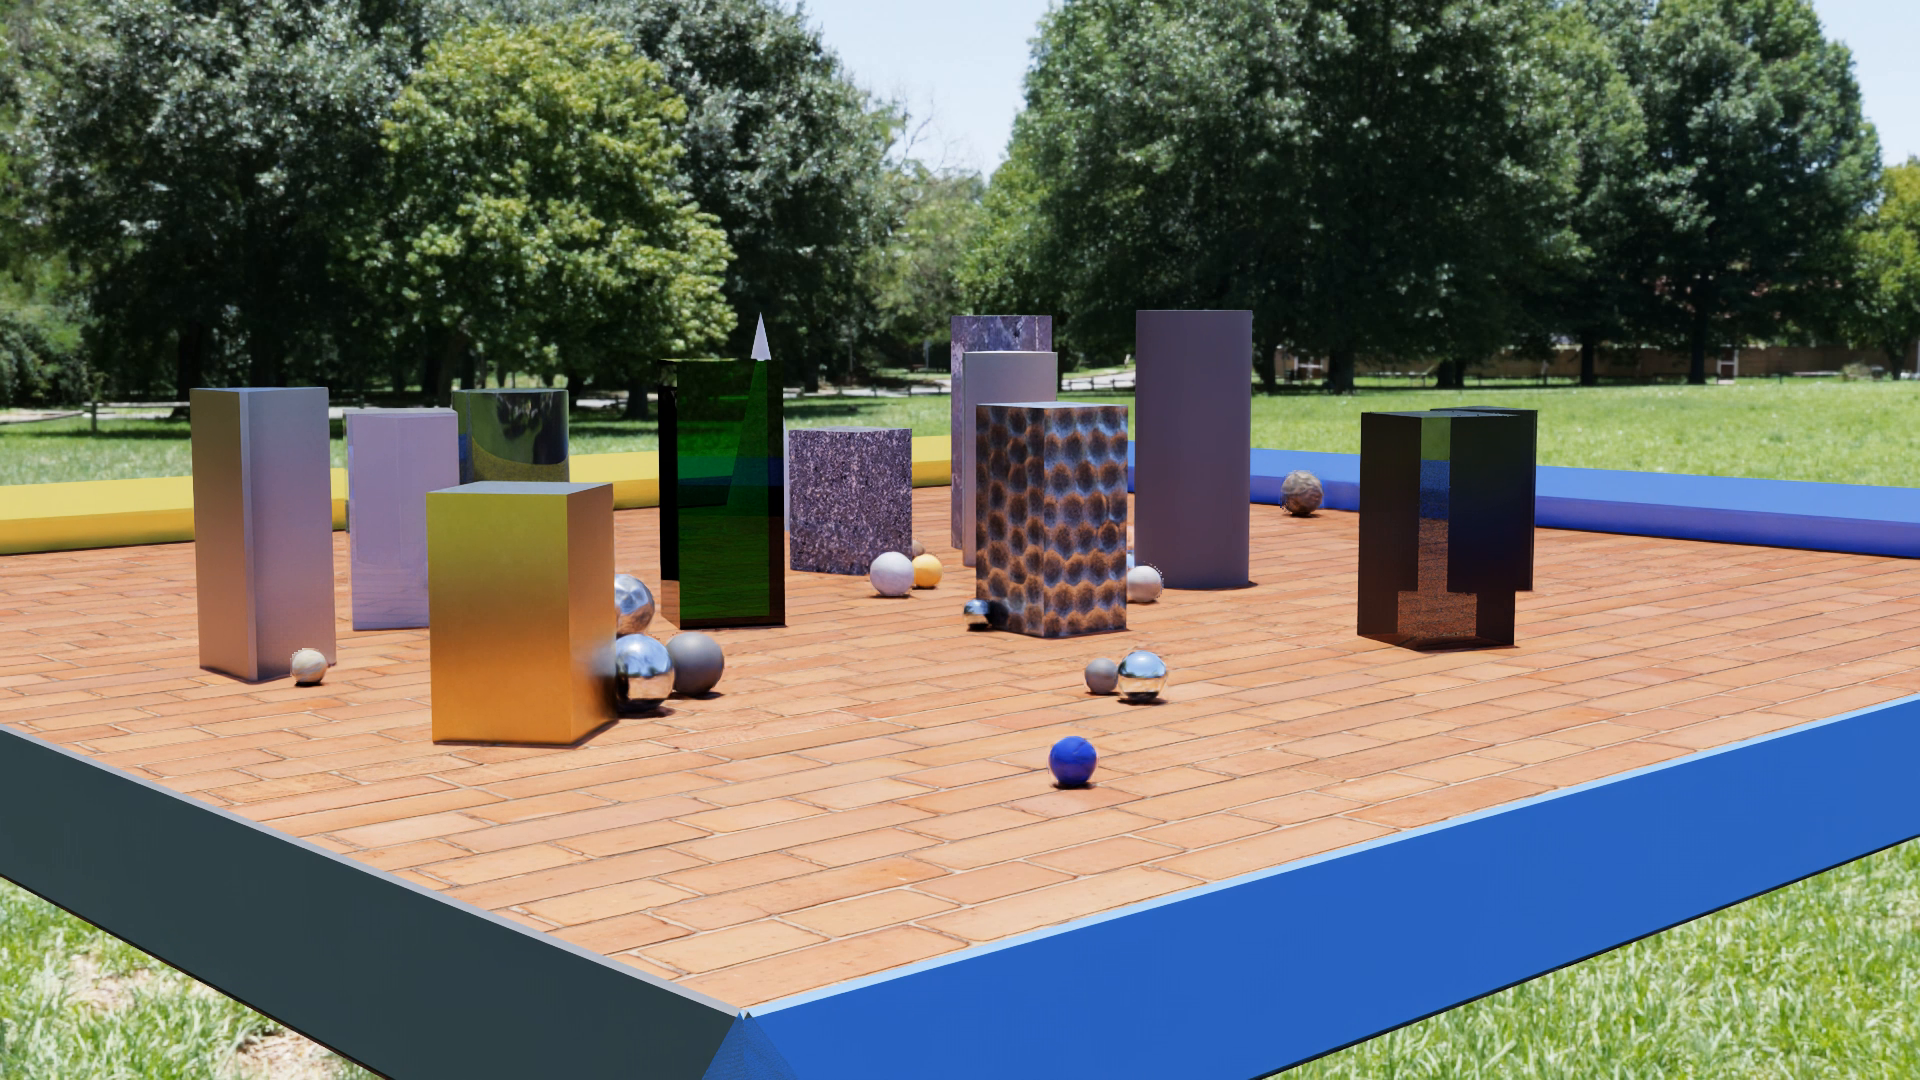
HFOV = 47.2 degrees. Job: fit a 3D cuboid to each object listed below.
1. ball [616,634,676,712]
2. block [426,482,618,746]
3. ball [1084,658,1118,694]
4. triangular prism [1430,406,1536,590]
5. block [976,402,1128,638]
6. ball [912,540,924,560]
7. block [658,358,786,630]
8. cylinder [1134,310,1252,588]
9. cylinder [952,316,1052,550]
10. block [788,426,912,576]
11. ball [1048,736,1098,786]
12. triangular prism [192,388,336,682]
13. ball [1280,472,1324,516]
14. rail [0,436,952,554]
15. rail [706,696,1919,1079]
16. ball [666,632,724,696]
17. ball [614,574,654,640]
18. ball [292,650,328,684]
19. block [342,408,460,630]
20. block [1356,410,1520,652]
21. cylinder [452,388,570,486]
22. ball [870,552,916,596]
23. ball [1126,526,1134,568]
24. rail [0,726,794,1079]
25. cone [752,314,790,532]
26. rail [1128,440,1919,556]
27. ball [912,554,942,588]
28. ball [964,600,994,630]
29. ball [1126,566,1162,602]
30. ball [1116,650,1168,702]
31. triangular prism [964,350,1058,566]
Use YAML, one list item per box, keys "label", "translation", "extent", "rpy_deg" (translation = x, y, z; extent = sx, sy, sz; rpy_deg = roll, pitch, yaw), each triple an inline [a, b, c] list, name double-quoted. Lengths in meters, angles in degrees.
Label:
- label: "ball"
  translation: [-0.356, 0.147, 2.419]
  extent: [0.086, 0.086, 0.086]
  rpy_deg: [0, 6, 0]
- label: "block"
  translation: [-0.457, 0.073, 2.308]
  extent: [0.149, 0.257, 0.149]
  rpy_deg: [1, 6, 9]
- label: "ball"
  translation: [0.164, 0.157, 2.541]
  extent: [0.041, 0.041, 0.041]
  rpy_deg: [0, 6, 0]
- label: "triangular prism"
  translation: [0.837, -0.071, 3.535]
  extent: [0.161, 0.284, 0.140]
  rpy_deg: [1, 6, 13]
- label: "block"
  translation: [0.127, -0.033, 3.052]
  extent: [0.149, 0.310, 0.149]
  rpy_deg: [-5, 8, -37]
- label: "ball"
  translation: [-0.084, 0.021, 3.803]
  extent: [0.044, 0.044, 0.044]
  rpy_deg: [0, 6, 0]
- label: "block"
  translation: [-0.339, -0.070, 3.115]
  extent: [0.149, 0.370, 0.149]
  rpy_deg: [-2, 6, -18]
- label: "cylinder"
  translation: [0.376, -0.151, 3.557]
  extent: [0.186, 0.439, 0.186]
  rpy_deg: [0, 6, 0]
- label: "cylinder"
  translation: [0.076, -0.201, 4.081]
  extent: [0.186, 0.428, 0.186]
  rpy_deg: [0, 6, 0]
- label: "block"
  translation: [-0.186, -0.070, 3.745]
  extent: [0.149, 0.238, 0.149]
  rpy_deg: [4, 7, 34]
- label: "ball"
  translation: [0.106, 0.206, 2.053]
  extent: [0.046, 0.046, 0.046]
  rpy_deg: [0, 6, 0]
- label: "triangular prism"
  translation: [-0.841, -0.014, 2.709]
  extent: [0.140, 0.345, 0.161]
  rpy_deg: [-5, 8, -40]
- label: "ball"
  translation: [0.732, -0.099, 4.708]
  extent: [0.093, 0.093, 0.093]
  rpy_deg: [0, 6, 0]
- label: "rail"
  translation: [-1.101, -0.094, 4.518]
  extent: [3.309, 0.121, 0.045]
  rpy_deg: [-6, 8, -42]
- label: "rail"
  translation: [1.101, 0.157, 2.146]
  extent: [3.309, 0.121, 0.045]
  rpy_deg: [-6, 8, -42]
- label: "ball"
  translation: [-0.308, 0.142, 2.528]
  extent: [0.073, 0.073, 0.073]
  rpy_deg: [0, 6, 0]
- label: "ball"
  translation: [-0.452, 0.091, 2.916]
  extent: [0.093, 0.093, 0.093]
  rpy_deg: [0, 6, 0]
- label: "ball"
  translation: [-0.770, 0.150, 2.602]
  extent: [0.040, 0.040, 0.040]
  rpy_deg: [0, 6, 0]
- label: "block"
  translation: [-0.792, -0.034, 3.120]
  extent: [0.149, 0.298, 0.149]
  rpy_deg: [-2, 6, -18]
- label: "block"
  translation: [0.636, -0.016, 2.930]
  extent: [0.149, 0.303, 0.149]
  rpy_deg: [-2, 6, -20]
- label: "cylinder"
  translation: [-0.730, -0.089, 3.583]
  extent: [0.186, 0.309, 0.186]
  rpy_deg: [0, 6, 0]
- label: "ball"
  translation: [-0.104, 0.053, 3.387]
  extent: [0.069, 0.069, 0.069]
  rpy_deg: [0, 6, 0]
- label: "ball"
  translation: [0.298, 0.012, 3.760]
  extent: [0.072, 0.072, 0.072]
  rpy_deg: [0, 6, 0]
- label: "rail"
  translation: [-1.198, 0.148, 2.233]
  extent: [0.045, 0.121, 3.293]
  rpy_deg: [-6, 8, -42]
- label: "cone"
  translation: [-0.400, -0.242, 4.431]
  extent: [0.186, 0.435, 0.186]
  rpy_deg: [0, 6, 0]
- label: "rail"
  translation: [1.198, -0.085, 4.432]
  extent: [0.045, 0.121, 3.293]
  rpy_deg: [-6, 8, -42]
- label: "ball"
  translation: [-0.054, 0.050, 3.494]
  extent: [0.053, 0.053, 0.053]
  rpy_deg: [0, 6, 0]
- label: "ball"
  translation: [0.025, 0.103, 3.041]
  extent: [0.042, 0.042, 0.042]
  rpy_deg: [0, 6, 0]
- label: "ball"
  translation: [0.277, 0.066, 3.320]
  extent: [0.056, 0.056, 0.056]
  rpy_deg: [0, 6, 0]
- label: "ball"
  translation: [0.206, 0.154, 2.488]
  extent: [0.058, 0.058, 0.058]
  rpy_deg: [0, 6, 0]
- label: "triangular prism"
  translation: [0.081, -0.146, 3.847]
  extent: [0.161, 0.366, 0.140]
  rpy_deg: [0, 6, -4]
